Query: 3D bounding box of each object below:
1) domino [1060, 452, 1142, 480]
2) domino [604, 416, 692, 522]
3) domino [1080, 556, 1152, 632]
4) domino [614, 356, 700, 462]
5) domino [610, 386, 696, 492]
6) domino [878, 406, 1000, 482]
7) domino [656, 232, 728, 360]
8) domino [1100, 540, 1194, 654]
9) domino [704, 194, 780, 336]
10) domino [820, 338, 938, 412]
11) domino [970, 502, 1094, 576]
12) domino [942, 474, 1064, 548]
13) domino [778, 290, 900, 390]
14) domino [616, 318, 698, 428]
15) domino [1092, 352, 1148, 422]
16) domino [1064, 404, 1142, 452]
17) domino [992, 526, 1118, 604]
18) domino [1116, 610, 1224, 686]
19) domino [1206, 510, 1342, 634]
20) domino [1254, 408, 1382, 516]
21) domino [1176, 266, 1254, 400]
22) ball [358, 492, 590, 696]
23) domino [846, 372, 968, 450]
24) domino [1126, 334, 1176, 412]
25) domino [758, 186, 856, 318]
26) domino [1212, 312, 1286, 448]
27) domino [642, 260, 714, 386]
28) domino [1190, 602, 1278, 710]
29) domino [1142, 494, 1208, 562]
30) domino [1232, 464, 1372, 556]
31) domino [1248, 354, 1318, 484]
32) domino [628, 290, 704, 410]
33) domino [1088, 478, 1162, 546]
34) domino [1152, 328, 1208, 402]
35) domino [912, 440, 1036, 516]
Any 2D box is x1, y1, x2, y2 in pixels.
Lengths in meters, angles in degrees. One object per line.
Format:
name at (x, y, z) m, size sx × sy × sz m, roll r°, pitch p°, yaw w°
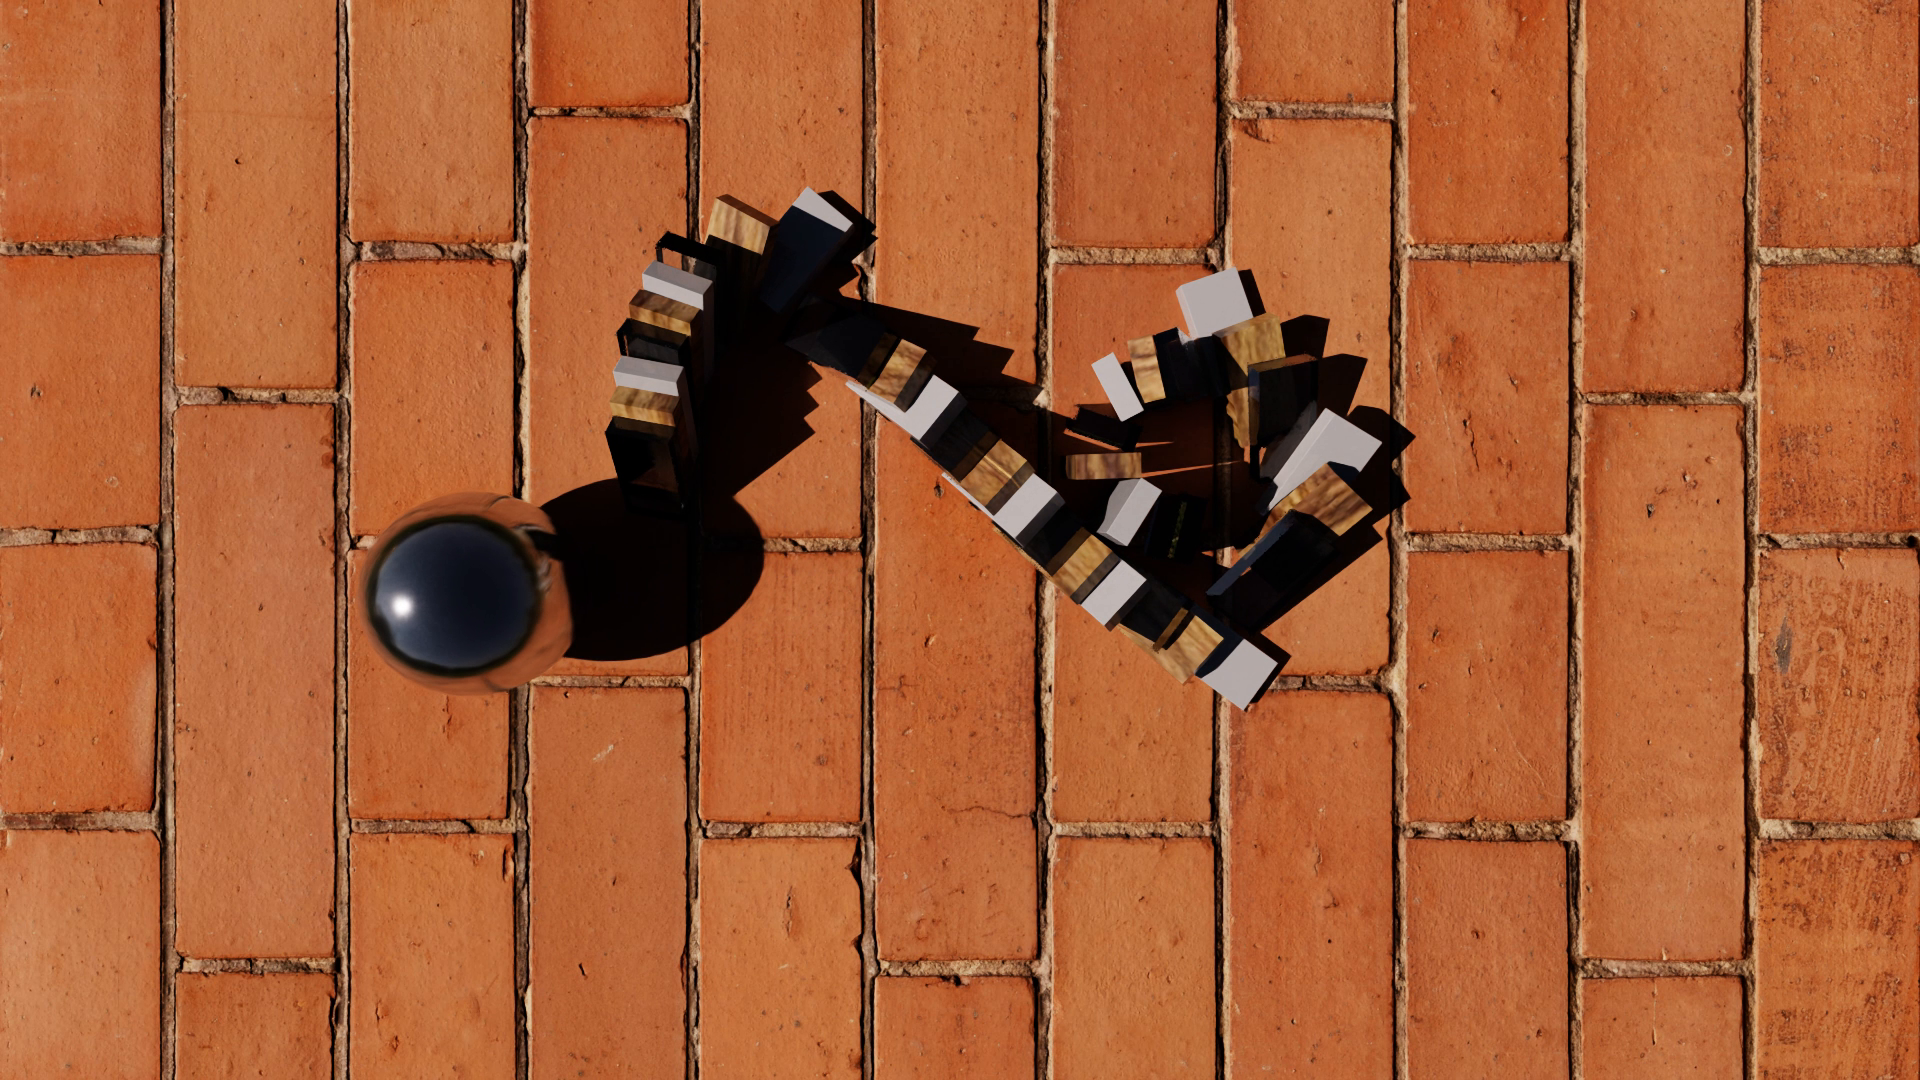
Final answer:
domino at (0.057, -0.030, 0.375) m, size 0.025 × 0.050 × 0.009 m, roll -2°, pitch 95°, yaw 0°
domino at (-0.127, -0.028, 0.377) m, size 0.025 × 0.050 × 0.010 m, roll 10°, pitch 53°, yaw 0°
domino at (0.052, 0.012, 0.382) m, size 0.025 × 0.010 × 0.050 m, roll -47°, pitch 57°, yaw 0°
domino at (-0.124, -0.052, 0.377) m, size 0.025 × 0.050 × 0.009 m, roll 10°, pitch 53°, yaw 0°
domino at (-0.125, -0.040, 0.377) m, size 0.025 × 0.050 × 0.010 m, roll 10°, pitch 53°, yaw 0°
domino at (-0.009, -0.048, 0.383) m, size 0.025 × 0.010 × 0.050 m, roll -48°, pitch 58°, yaw 0°
domino at (-0.109, -0.099, 0.377) m, size 0.025 × 0.050 × 0.010 m, roll 20°, pitch 53°, yaw 1°
domino at (0.069, 0.022, 0.382) m, size 0.050 × 0.010 × 0.025 m, roll 36°, pitch 87°, yaw 32°
domino at (-0.094, -0.114, 0.382) m, size 0.025 × 0.010 × 0.050 m, roll 29°, pitch 124°, yaw 2°
domino at (-0.036, -0.075, 0.383) m, size 0.050 × 0.010 × 0.025 m, roll 31°, pitch 88°, yaw 32°
domino at (0.029, -0.010, 0.381) m, size 0.025 × 0.009 × 0.050 m, roll -47°, pitch 53°, yaw 0°
domino at (0.017, -0.022, 0.381) m, size 0.025 × 0.009 × 0.050 m, roll -47°, pitch 53°, yaw 0°
domino at (-0.051, -0.084, 0.382) m, size 0.050 × 0.010 × 0.025 m, roll 30°, pitch 88°, yaw 32°
domino at (-0.124, -0.066, 0.377) m, size 0.025 × 0.050 × 0.010 m, roll 16°, pitch 53°, yaw 2°
domino at (0.066, -0.061, 0.375) m, size 0.009 × 0.050 × 0.025 m, roll -28°, pitch 90°, yaw 15°
domino at (0.057, -0.046, 0.375) m, size 0.025 × 0.050 × 0.010 m, roll 19°, pitch 101°, yaw 0°
domino at (0.039, 0.002, 0.381) m, size 0.025 × 0.009 × 0.050 m, roll -47°, pitch 54°, yaw 0°
domino at (0.083, 0.035, 0.386) m, size 0.050 × 0.009 × 0.025 m, roll 42°, pitch 90°, yaw 23°
domino at (0.130, 0.014, 0.383) m, size 0.025 × 0.009 × 0.050 m, roll 33°, pitch 114°, yaw -16°
domino at (0.150, -0.027, 0.385) m, size 0.025 × 0.009 × 0.050 m, roll 27°, pitch 109°, yaw -13°
domino at (0.114, -0.089, 0.395) m, size 0.025 × 0.009 × 0.050 m, roll -19°, pitch 90°, yaw 0°
ball at (-0.189, 0.021, 0.360) m, size 0.080 × 0.080 × 0.080 m, roll 0°, pitch 90°, yaw 0°
domino at (-0.023, -0.061, 0.383) m, size 0.050 × 0.009 × 0.025 m, roll 39°, pitch 90°, yaw 32°
domino at (0.079, -0.067, 0.375) m, size 0.009 × 0.050 × 0.025 m, roll -13°, pitch 90°, yaw 18°
domino at (-0.071, -0.124, 0.395) m, size 0.025 × 0.010 × 0.050 m, roll 40°, pitch 90°, yaw 0°
domino at (0.124, -0.067, 0.385) m, size 0.025 × 0.010 × 0.050 m, roll -20°, pitch 116°, yaw 0°
domino at (-0.115, -0.088, 0.377) m, size 0.025 × 0.050 × 0.010 m, roll 20°, pitch 53°, yaw 0°
domino at (0.108, 0.048, 0.395) m, size 0.050 × 0.010 × 0.025 m, roll 36°, pitch 90°, yaw 0°
domino at (0.087, -0.005, 0.375) m, size 0.010 × 0.050 × 0.025 m, roll 14°, pitch 90°, yaw 0°
domino at (0.142, -0.006, 0.383) m, size 0.025 × 0.009 × 0.050 m, roll 38°, pitch 113°, yaw -18°
domino at (0.135, -0.050, 0.383) m, size 0.025 × 0.010 × 0.050 m, roll -12°, pitch 118°, yaw -4°
domino at (-0.120, -0.077, 0.377) m, size 0.025 × 0.050 × 0.009 m, roll 18°, pitch 53°, yaw 0°
domino at (0.066, -0.011, 0.375) m, size 0.009 × 0.050 × 0.025 m, roll 32°, pitch 90°, yaw -3°
domino at (0.091, -0.071, 0.375) m, size 0.009 × 0.050 × 0.025 m, roll -16°, pitch 90°, yaw 22°
domino at (0.005, -0.034, 0.382) m, size 0.025 × 0.009 × 0.050 m, roll -48°, pitch 55°, yaw 0°
